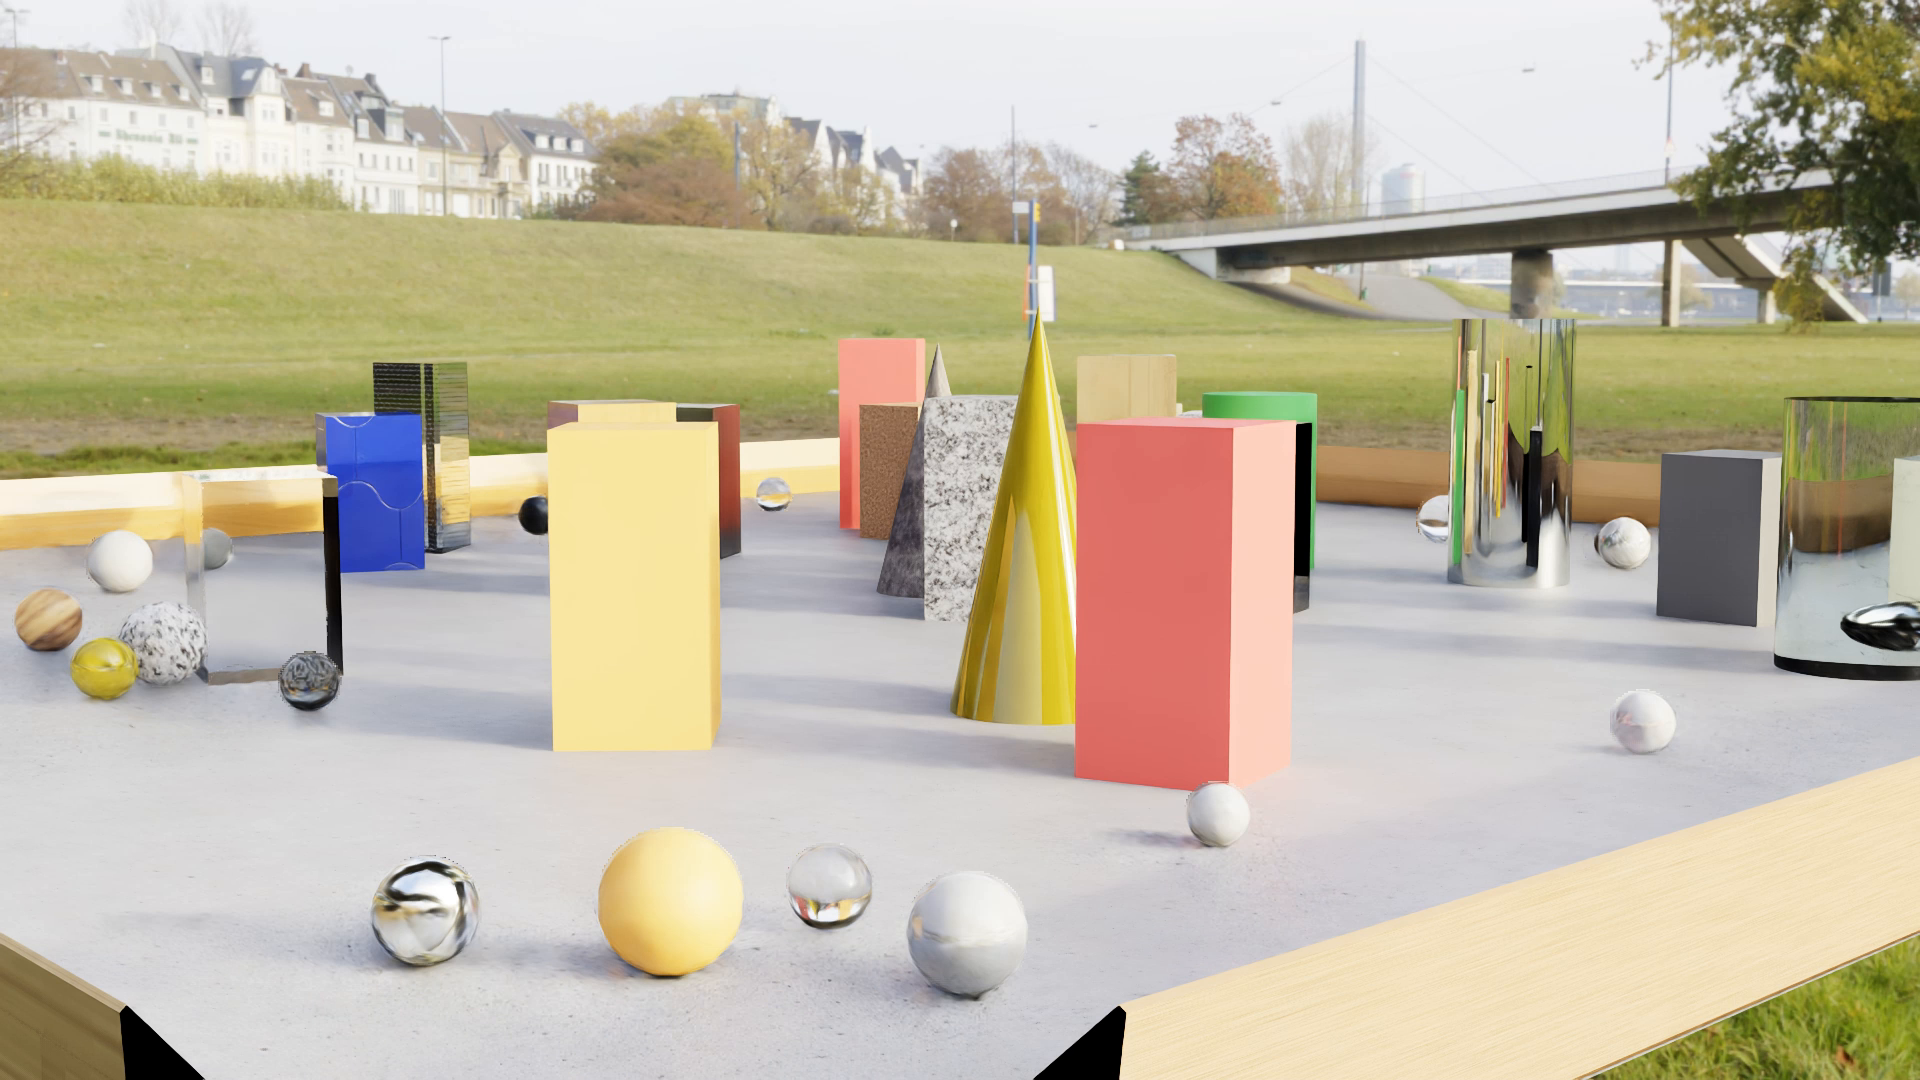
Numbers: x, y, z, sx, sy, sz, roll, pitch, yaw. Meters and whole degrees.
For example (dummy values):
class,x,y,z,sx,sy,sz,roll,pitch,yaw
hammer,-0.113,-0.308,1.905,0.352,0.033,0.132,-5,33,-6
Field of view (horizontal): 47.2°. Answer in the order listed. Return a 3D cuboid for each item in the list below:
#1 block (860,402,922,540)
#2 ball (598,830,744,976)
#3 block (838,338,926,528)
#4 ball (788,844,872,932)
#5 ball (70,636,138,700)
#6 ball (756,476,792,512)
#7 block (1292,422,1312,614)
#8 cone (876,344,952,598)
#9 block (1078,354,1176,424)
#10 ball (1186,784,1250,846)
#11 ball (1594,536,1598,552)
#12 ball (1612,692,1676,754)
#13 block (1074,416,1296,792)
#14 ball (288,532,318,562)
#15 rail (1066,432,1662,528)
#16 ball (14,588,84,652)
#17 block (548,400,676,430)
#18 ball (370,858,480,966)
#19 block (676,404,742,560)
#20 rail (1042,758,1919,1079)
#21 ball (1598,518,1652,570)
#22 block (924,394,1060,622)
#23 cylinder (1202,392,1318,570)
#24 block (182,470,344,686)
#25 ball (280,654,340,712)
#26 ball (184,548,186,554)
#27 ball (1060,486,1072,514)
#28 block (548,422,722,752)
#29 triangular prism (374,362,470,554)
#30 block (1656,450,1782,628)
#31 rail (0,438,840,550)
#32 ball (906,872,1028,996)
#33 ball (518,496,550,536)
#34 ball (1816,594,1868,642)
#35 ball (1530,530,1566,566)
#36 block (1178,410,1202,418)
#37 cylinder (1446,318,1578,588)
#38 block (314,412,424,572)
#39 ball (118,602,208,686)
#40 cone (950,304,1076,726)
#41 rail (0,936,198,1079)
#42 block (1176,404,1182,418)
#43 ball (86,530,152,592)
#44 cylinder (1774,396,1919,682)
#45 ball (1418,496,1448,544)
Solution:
class,x,y,z,sx,sy,sz,roll,pitch,yaw
block,-0.086,-0.136,4.319,0.158,0.261,0.158,5,8,42
ball,-0.194,0.244,1.478,0.097,0.097,0.097,0,6,0
block,-0.160,-0.223,4.557,0.158,0.386,0.158,1,6,6
ball,-0.094,0.251,1.584,0.062,0.062,0.062,0,6,0
ball,-0.981,0.147,2.520,0.073,0.073,0.073,0,6,0
ball,-0.411,-0.100,4.855,0.080,0.080,0.080,0,6,0
block,0.416,-0.033,3.249,0.158,0.279,0.158,3,7,28
cone,-0.035,-0.116,3.487,0.198,0.396,0.198,0,6,0
block,0.271,-0.117,3.606,0.158,0.372,0.158,0,6,3
ball,0.215,0.229,1.832,0.053,0.053,0.053,0,6,0
ball,1.181,0.006,4.021,0.042,0.042,0.042,0,6,0
ball,0.689,0.184,2.216,0.062,0.062,0.062,0,6,0
block,0.217,0.056,2.116,0.158,0.338,0.158,3,7,29
ball,-1.158,0.012,3.877,0.054,0.054,0.054,0,6,0
rail,1.354,-0.096,4.575,0.045,0.128,3.540,-5,8,-42
ball,-1.193,0.105,2.878,0.084,0.084,0.084,0,6,0
block,-0.551,-0.068,3.486,0.158,0.301,0.158,-3,7,-27
ball,-0.364,0.254,1.500,0.073,0.073,0.073,0,6,0
block,-0.498,-0.107,3.988,0.158,0.274,0.158,1,6,12
rail,1.184,0.167,2.056,3.733,0.128,0.045,-5,8,-42
ball,1.146,0.006,3.794,0.089,0.089,0.089,0,6,0
block,0.048,-0.049,3.209,0.158,0.319,0.158,2,6,17
cylinder,0.518,-0.104,3.822,0.198,0.301,0.198,0,6,0
block,-0.860,0.041,2.712,0.158,0.243,0.158,-3,7,-27
ball,-0.725,0.159,2.451,0.064,0.064,0.064,0,6,0
ball,-1.319,0.010,3.842,0.072,0.072,0.072,0,6,0
ball,0.216,-0.089,4.840,0.060,0.060,0.060,0,6,0
block,-0.336,0.044,2.294,0.158,0.325,0.158,0,6,-2
triangular prism,-0.980,-0.159,4.123,0.171,0.348,0.148,4,7,35
block,1.131,-0.007,3.200,0.158,0.237,0.158,-5,8,-41
rail,-1.184,-0.100,4.608,3.733,0.128,0.045,-5,8,-42
ball,0.005,0.257,1.436,0.079,0.079,0.079,0,6,0
ball,-0.836,-0.049,4.365,0.079,0.079,0.079,0,6,0
ball,1.187,0.105,2.961,0.065,0.065,0.065,0,6,0
ball,1.029,0.014,3.852,0.060,0.060,0.060,0,6,0
block,0.523,-0.131,4.367,0.158,0.243,0.158,2,6,16
cylinder,0.905,-0.147,3.609,0.198,0.431,0.198,0,6,0
block,-1.027,-0.086,3.825,0.158,0.266,0.158,-2,6,-23
ball,-0.939,0.122,2.590,0.099,0.099,0.099,0,6,0
cone,0.087,-0.036,2.444,0.198,0.452,0.198,0,6,0
rail,-1.354,0.163,2.089,0.045,0.128,3.540,-5,8,-42
block,0.351,-0.156,4.547,0.158,0.255,0.158,-2,6,-22
ball,-1.331,0.033,3.484,0.099,0.099,0.099,0,6,0
cylinder,1.122,-0.007,2.731,0.198,0.335,0.198,0,6,0
ball,0.926,-0.039,4.214,0.092,0.092,0.092,0,6,0
